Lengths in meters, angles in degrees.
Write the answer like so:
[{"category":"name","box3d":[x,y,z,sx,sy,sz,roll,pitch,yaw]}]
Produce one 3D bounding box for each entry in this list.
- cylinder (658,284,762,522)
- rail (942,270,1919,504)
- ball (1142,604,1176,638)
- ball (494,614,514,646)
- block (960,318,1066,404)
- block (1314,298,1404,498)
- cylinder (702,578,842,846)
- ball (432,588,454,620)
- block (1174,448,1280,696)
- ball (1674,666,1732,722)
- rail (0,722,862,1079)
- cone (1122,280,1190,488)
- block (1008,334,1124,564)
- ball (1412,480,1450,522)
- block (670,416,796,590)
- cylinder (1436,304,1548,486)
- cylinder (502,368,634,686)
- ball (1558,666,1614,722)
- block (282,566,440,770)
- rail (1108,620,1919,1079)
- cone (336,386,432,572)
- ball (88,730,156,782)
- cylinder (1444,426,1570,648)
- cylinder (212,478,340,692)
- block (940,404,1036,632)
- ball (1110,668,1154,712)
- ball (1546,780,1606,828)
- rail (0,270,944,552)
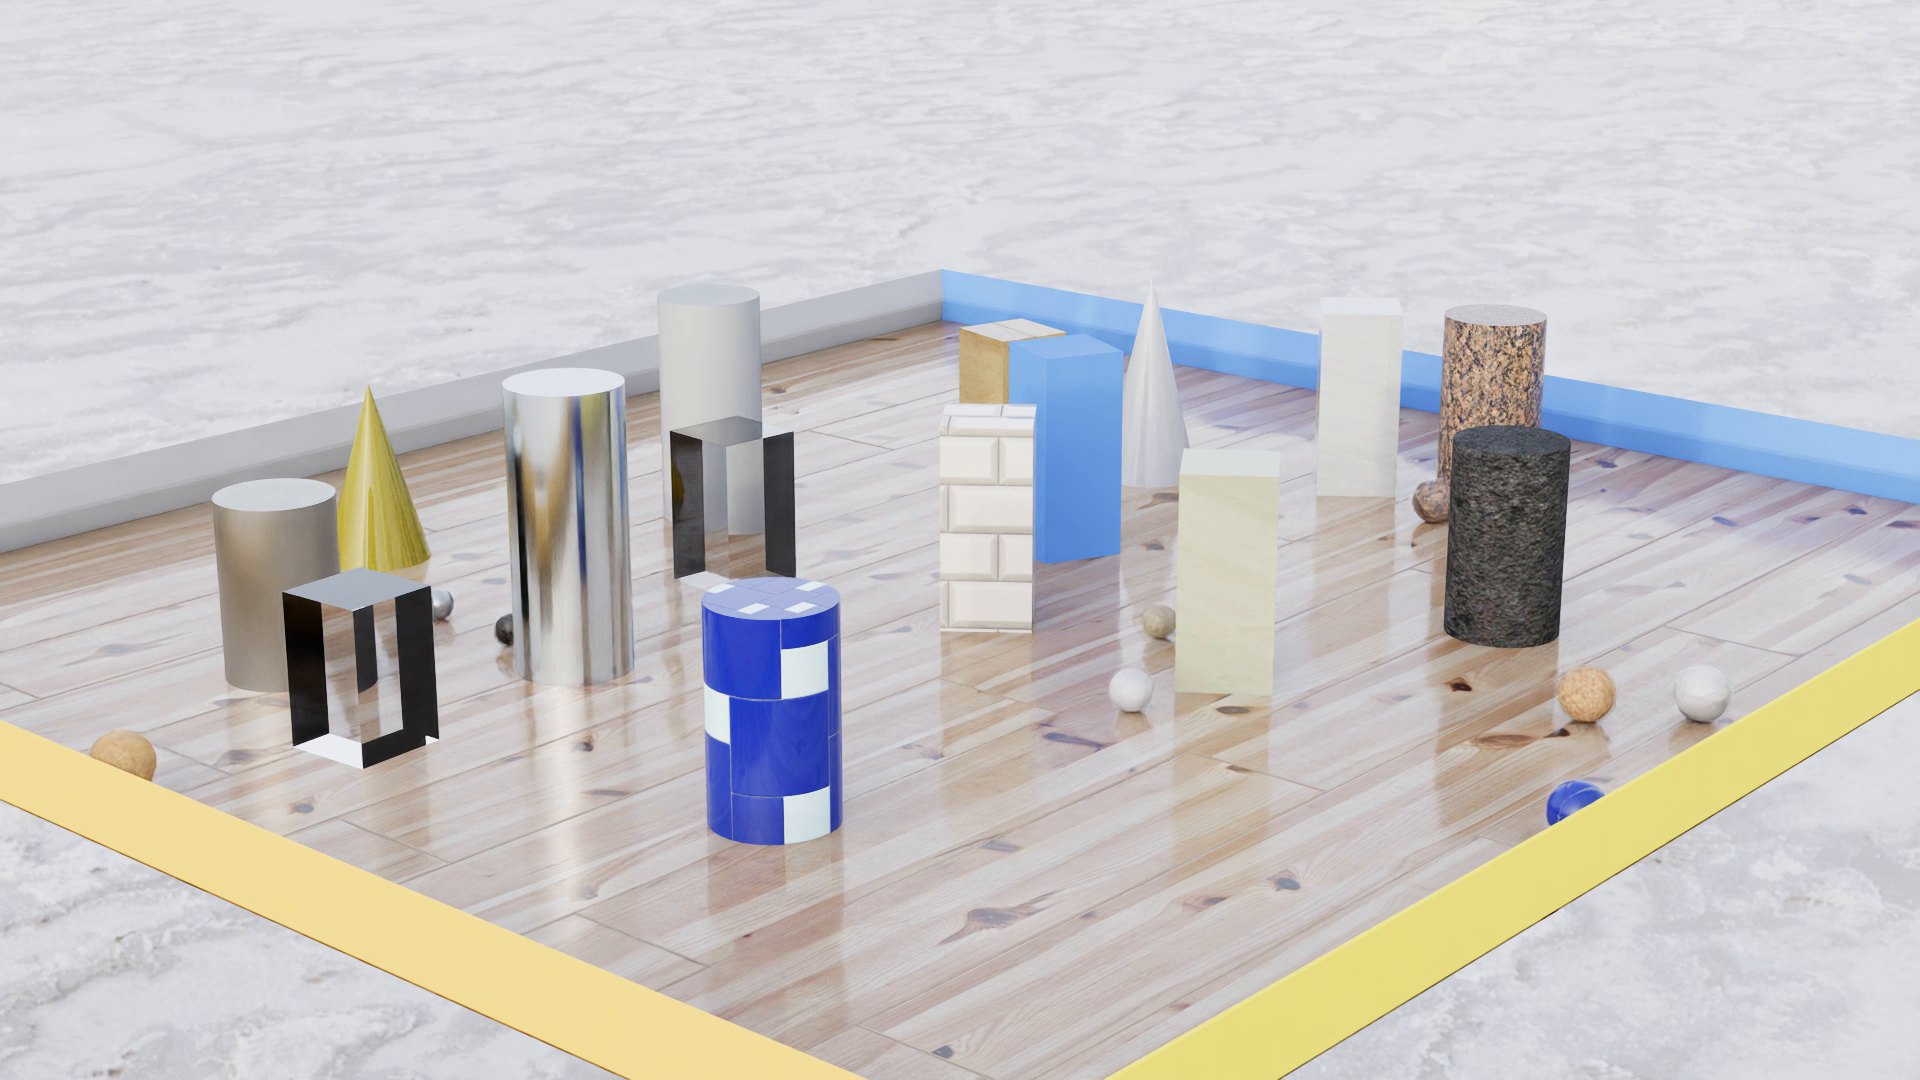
[{"category":"cylinder","box3d":[-0.471,-0.256,5.554,0.192,0.426,0.192,0,17,0]},{"category":"rail","box3d":[1.059,-0.321,6.288,2.965,0.125,0.045,14,22,39]},{"category":"ball","box3d":[0.334,0.136,4.894,0.058,0.058,0.058,0,17,0]},{"category":"ball","box3d":[-0.744,0.149,4.858,0.054,0.054,0.054,0,17,0]},{"category":"block","box3d":[0.105,-0.290,5.928,0.154,0.275,0.154,-11,20,-33]},{"category":"block","box3d":[0.779,-0.281,5.746,0.154,0.363,0.154,1,17,4]},{"category":"cylinder","box3d":[-0.261,0.237,4.092,0.192,0.328,0.192,0,17,0]},{"category":"ball","box3d":[-0.888,0.109,4.993,0.052,0.052,0.052,0,17,0]},{"category":"block","box3d":[0.425,0.050,4.660,0.154,0.358,0.154,2,17,6]},{"category":"ball","box3d":[1.142,0.236,4.510,0.087,0.087,0.087,0,17,0]},{"category":"rail","box3d":[-1.059,0.384,3.953,2.965,0.125,0.045,14,22,39]},{"category":"cone","box3d":[0.377,-0.325,5.817,0.192,0.407,0.192,0,17,0]},{"category":"block","box3d":[0.191,-0.167,5.340,0.154,0.380,0.154,-7,18,-23]},{"category":"ball","box3d":[0.896,-0.074,5.548,0.081,0.081,0.081,0,17,0]},{"category":"block","box3d":[-0.400,-0.060,5.170,0.154,0.273,0.154,-16,23,-42]},{"category":"cylinder","box3d":[1.012,-0.243,5.592,0.192,0.380,0.192,0,17,0]},{"category":"cylinder","box3d":[-0.625,-0.022,4.694,0.192,0.475,0.192,0,17,0]},{"category":"ball","box3d":[0.963,0.237,4.509,0.086,0.086,0.086,0,17,0]},{"category":"block","box3d":[-0.896,0.190,4.390,0.154,0.246,0.154,12,21,35]},{"category":"rail","box3d":[1.102,0.308,4.205,0.045,0.125,3.277,14,22,39]},{"category":"cone","box3d":[-1.060,-0.126,5.299,0.192,0.324,0.192,0,17,0]},{"category":"ball","box3d":[-1.205,0.320,4.217,0.096,0.096,0.096,0,17,0]},{"category":"cylinder","box3d":[0.912,-0.007,4.894,0.192,0.331,0.192,0,17,0]},{"category":"cylinder","box3d":[-1.088,0.071,4.692,0.192,0.299,0.192,0,17,0]},{"category":"block","box3d":[0.048,-0.038,4.953,0.154,0.357,0.154,1,17,3]},{"category":"ball","box3d":[0.266,0.233,4.555,0.068,0.068,0.068,0,17,0]},{"category":"ball","box3d":[0.853,0.375,4.046,0.089,0.089,0.089,0,17,0]},{"category":"rail","box3d":[-1.102,-0.245,6.036,0.045,0.125,3.277,14,22,39]}]
